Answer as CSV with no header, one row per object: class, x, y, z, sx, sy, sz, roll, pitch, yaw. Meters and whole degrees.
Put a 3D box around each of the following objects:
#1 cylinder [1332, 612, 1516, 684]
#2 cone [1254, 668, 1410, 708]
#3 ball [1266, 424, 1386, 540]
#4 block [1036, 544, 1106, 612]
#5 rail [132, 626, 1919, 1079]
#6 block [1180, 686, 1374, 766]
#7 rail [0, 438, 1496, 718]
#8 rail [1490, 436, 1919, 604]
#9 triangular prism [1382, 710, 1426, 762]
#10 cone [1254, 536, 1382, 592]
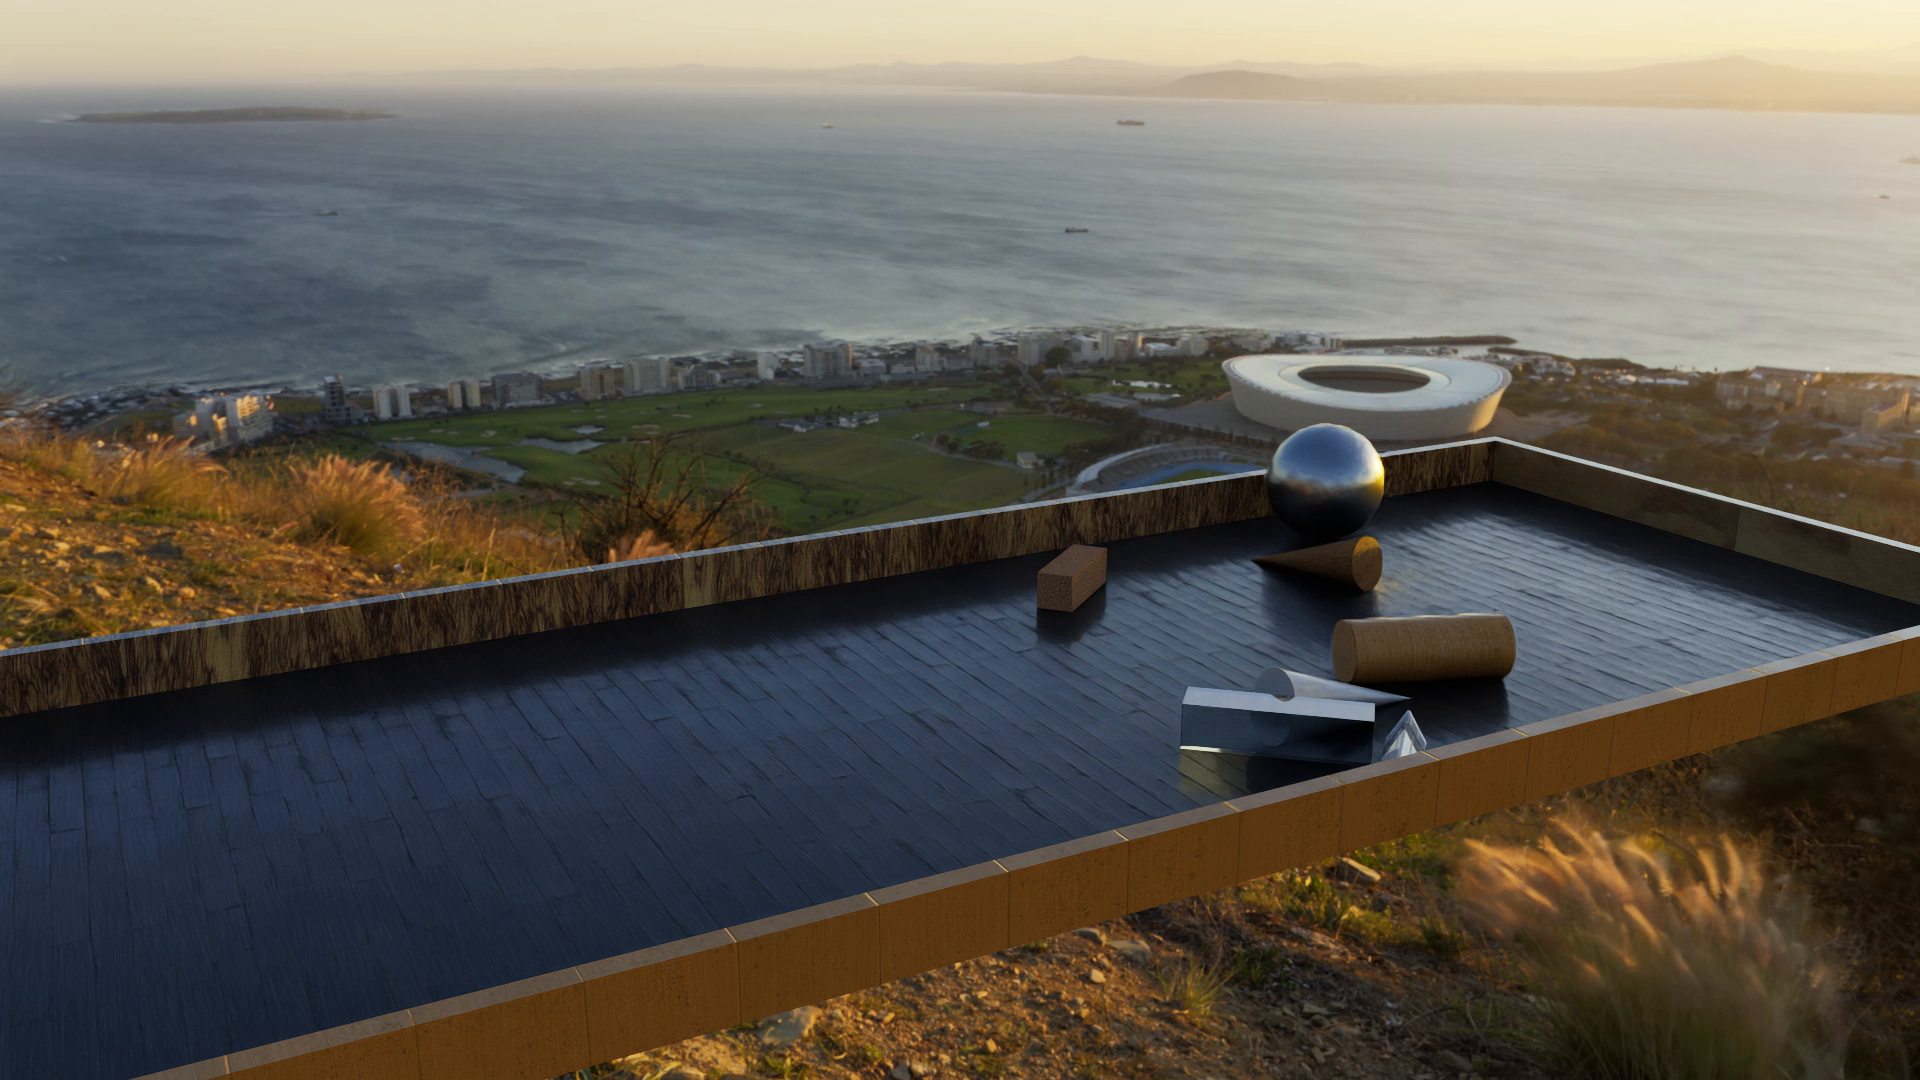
cylinder,1.162,0.271,4.142,0.414,0.163,0.163,-2,17,-8
cone,0.919,0.379,3.935,0.428,0.149,0.149,3,13,-28
ball,1.183,-0.190,5.338,0.374,0.374,0.374,0,16,0
block,0.328,0.108,4.799,0.105,0.105,0.306,7,18,22
rail,-2.336,1.006,1.665,12.000,0.150,0.050,-9,18,-27
block,0.718,0.421,3.731,0.421,0.109,0.109,4,17,14
rail,-3.305,0.497,3.399,12.000,0.150,0.050,-9,18,-27
rail,2.466,-0.048,5.253,0.050,0.150,2.100,-9,18,-27
triangular prism,0.960,0.477,3.591,0.088,0.076,0.393,5,17,18
cone,1.050,0.066,4.990,0.162,0.162,0.422,-15,11,-42
